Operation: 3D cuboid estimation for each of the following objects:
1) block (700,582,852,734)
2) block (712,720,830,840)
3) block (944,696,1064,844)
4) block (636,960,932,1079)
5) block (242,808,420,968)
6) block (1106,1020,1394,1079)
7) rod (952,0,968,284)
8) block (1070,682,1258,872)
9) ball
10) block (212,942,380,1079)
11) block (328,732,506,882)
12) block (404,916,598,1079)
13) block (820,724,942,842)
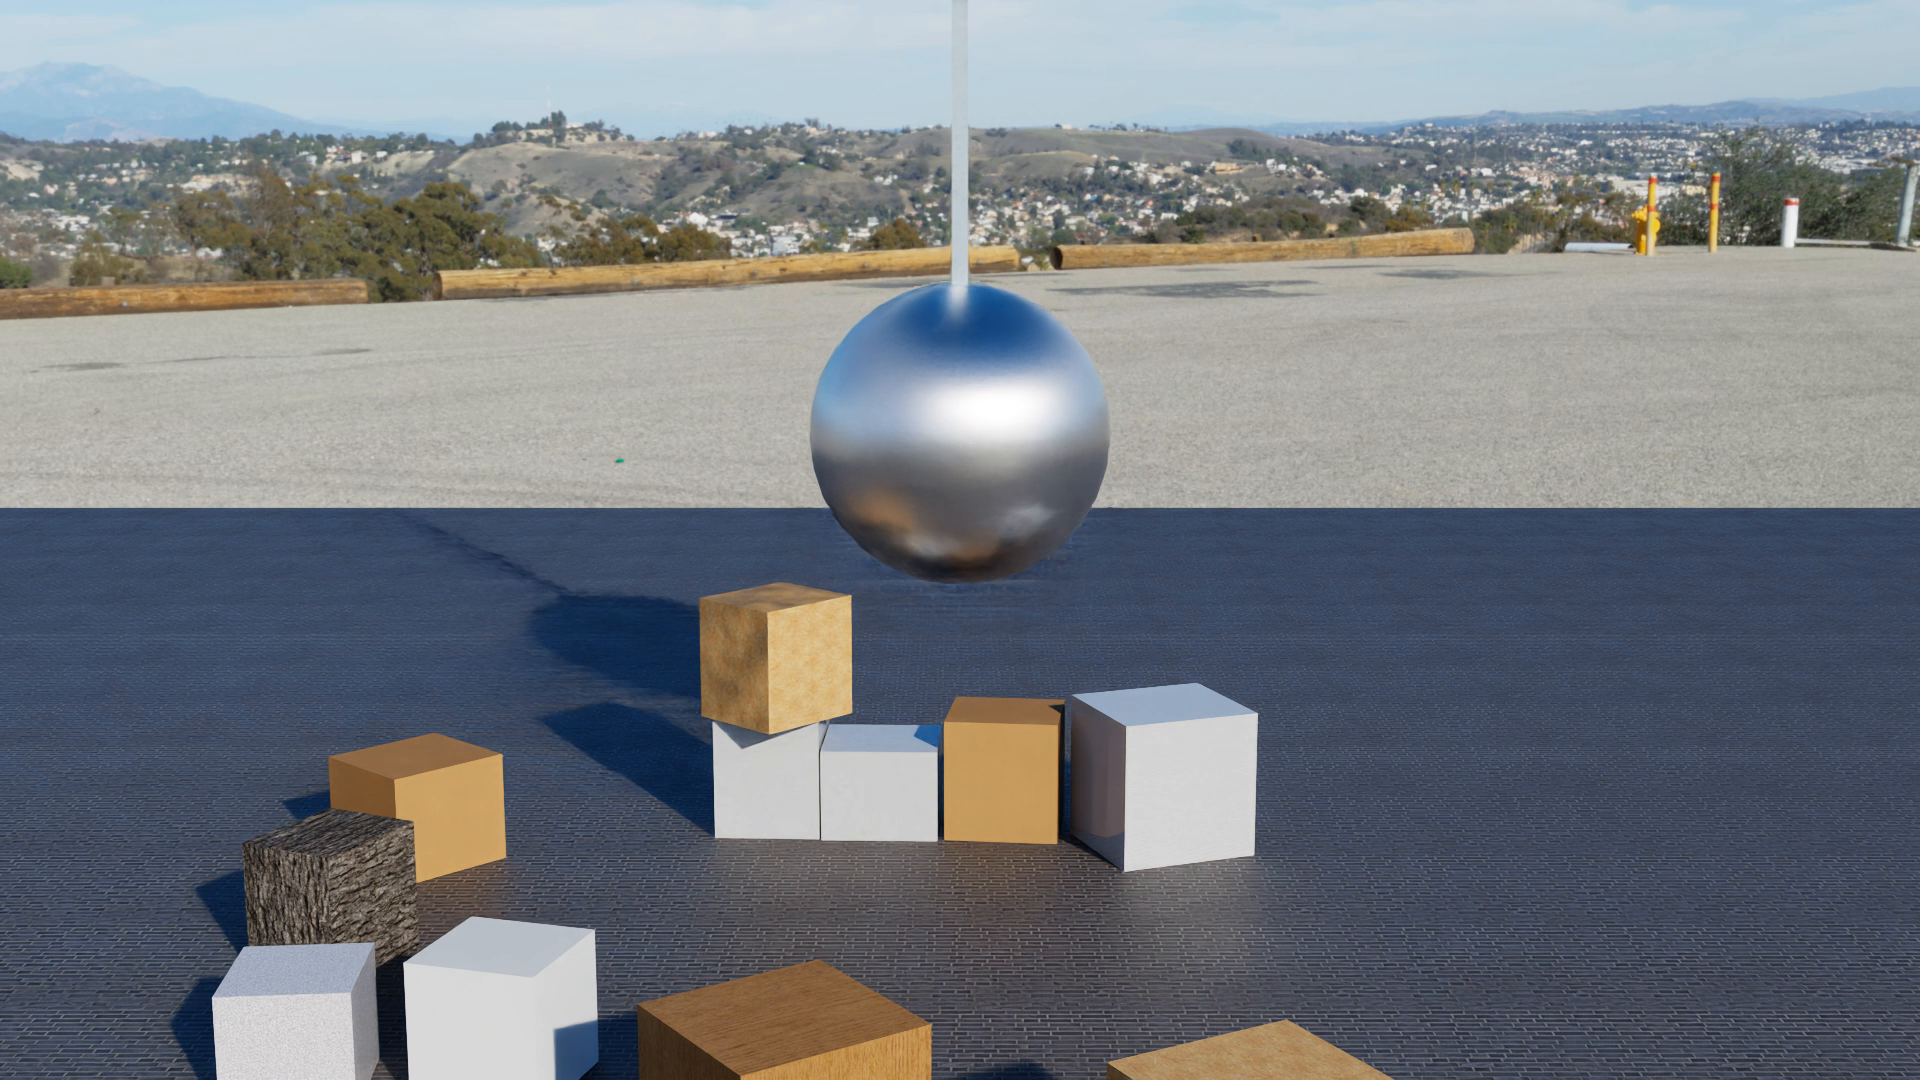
[{"bbox_3d":[-0.929,0.586,11.125,0.509,0.613,0.570,10,14,42],"label":"block"},{"bbox_3d":[-0.971,1.163,11.417,0.535,0.626,0.552,0,10,2],"label":"block"},{"bbox_3d":[0.234,1.180,11.340,0.574,0.621,0.516,1,10,6],"label":"block"},{"bbox_3d":[-0.582,1.889,7.263,0.704,0.685,0.698,-7,13,-34],"label":"block"},{"bbox_3d":[-2.713,1.537,9.508,0.462,0.573,0.553,5,11,24],"label":"block"},{"bbox_3d":[0.914,1.978,6.634,0.683,0.735,0.691,-6,12,-29],"label":"block"},{"bbox_3d":[0.000,-3.836,10.736,0.080,5.200,0.080,0,16,0],"label":"rod"},{"bbox_3d":[1.015,1.177,11.055,0.711,0.728,0.658,-4,11,-20],"label":"block"},{"bbox_3d":[0.000,-0.565,11.662,1.600,1.600,1.600,0,10,0],"label":"ball"},{"bbox_3d":[-2.472,1.826,8.226,0.490,0.465,0.508,-1,10,-5],"label":"block"},{"bbox_3d":[-2.670,1.318,10.831,0.579,0.532,0.612,9,14,42],"label":"block"},{"bbox_3d":[-1.718,1.781,8.278,0.523,0.533,0.511,3,11,16],"label":"block"},{"bbox_3d":[-0.402,1.251,11.380,0.591,0.467,0.524,0,10,2],"label":"block"}]
